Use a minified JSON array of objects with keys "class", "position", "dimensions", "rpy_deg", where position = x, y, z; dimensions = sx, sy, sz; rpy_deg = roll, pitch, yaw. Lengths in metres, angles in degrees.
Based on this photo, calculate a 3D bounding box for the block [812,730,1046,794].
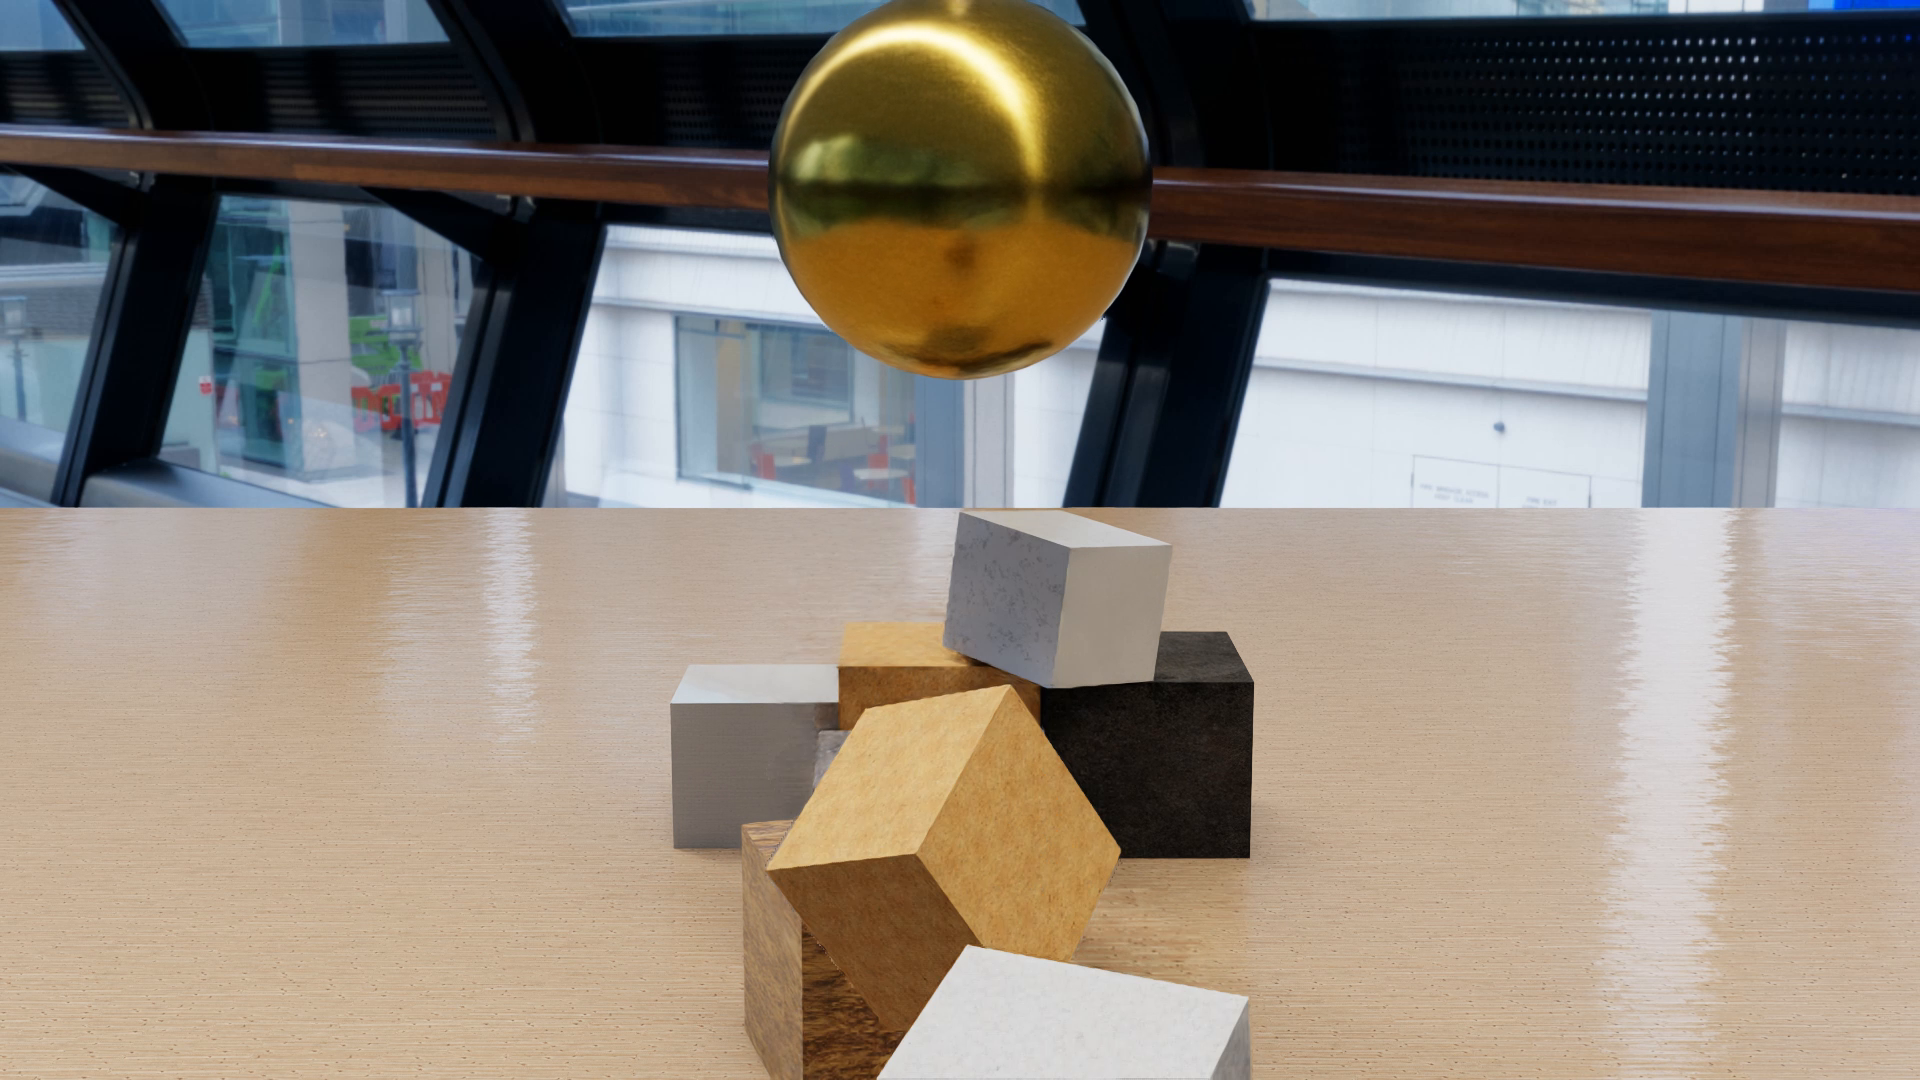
[{"class":"block","position":[-0.111,1.375,9.467],"dimensions":[1.001,0.907,0.895],"rpy_deg":[0,10,-2]}]

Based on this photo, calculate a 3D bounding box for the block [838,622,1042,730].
[{"class":"block","position":[-0.105,1.003,11.343],"dimensions":[0.996,0.967,1.028],"rpy_deg":[0,10,-1]}]

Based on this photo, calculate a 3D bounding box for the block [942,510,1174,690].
[{"class":"block","position":[0.471,0.274,10.779],"dimensions":[0.682,0.682,0.811],"rpy_deg":[-1,13,-40]}]

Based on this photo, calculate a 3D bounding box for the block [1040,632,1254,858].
[{"class":"block","position":[0.923,1.034,11.371],"dimensions":[1.026,0.897,1.133],"rpy_deg":[0,10,0]}]

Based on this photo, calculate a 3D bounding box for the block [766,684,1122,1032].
[{"class":"block","position":[-0.034,0.984,6.760],"dimensions":[0.590,0.720,0.711],"rpy_deg":[-13,32,38]}]

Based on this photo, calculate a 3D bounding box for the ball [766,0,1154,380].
[{"class":"ball","position":[0.000,-1.467,9.122],"dimensions":[1.600,1.600,1.600],"rpy_deg":[0,10,0]}]

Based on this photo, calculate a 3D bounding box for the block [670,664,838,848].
[{"class":"block","position":[-1.025,1.106,11.379],"dimensions":[0.831,0.752,0.813],"rpy_deg":[0,10,0]}]

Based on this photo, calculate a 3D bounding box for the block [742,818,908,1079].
[{"class":"block","position":[-0.301,1.601,8.357],"dimensions":[0.851,0.859,1.017],"rpy_deg":[-3,11,-17]}]

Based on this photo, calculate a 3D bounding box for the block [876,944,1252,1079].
[{"class":"block","position":[0.220,1.539,4.991],"dimensions":[0.697,0.829,0.767],"rpy_deg":[6,27,23]}]
